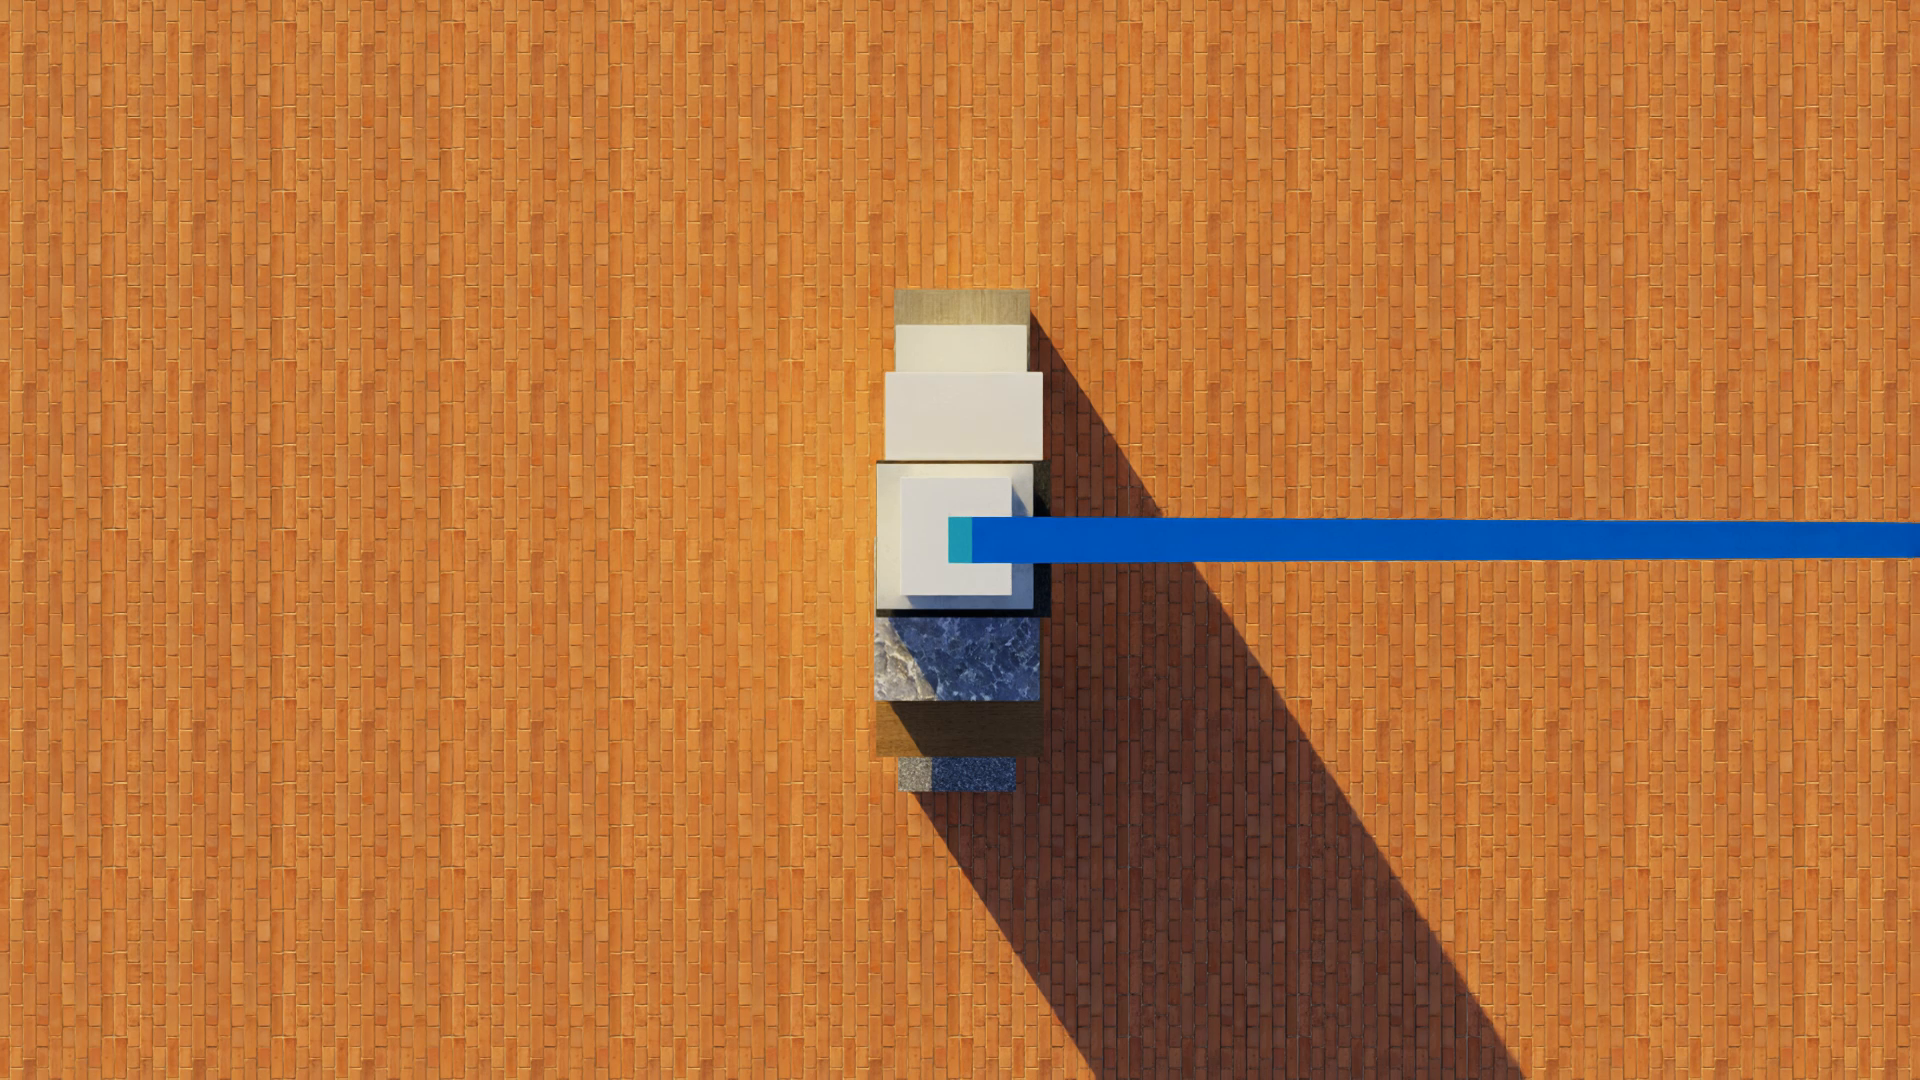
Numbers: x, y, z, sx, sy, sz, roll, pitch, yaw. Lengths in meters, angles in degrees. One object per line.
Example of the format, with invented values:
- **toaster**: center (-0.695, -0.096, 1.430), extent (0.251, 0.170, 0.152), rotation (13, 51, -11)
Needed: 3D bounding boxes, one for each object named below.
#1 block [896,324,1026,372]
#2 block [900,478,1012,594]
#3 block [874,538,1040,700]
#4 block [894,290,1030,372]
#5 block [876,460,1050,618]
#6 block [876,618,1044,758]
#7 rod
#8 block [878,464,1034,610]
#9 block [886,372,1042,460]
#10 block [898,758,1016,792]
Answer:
- **block**: center (0.007, -0.755, 11.944), extent (0.689, 0.645, 0.756), rotation (0, 89, 0)
- **block**: center (-0.013, -0.013, 7.820), extent (0.384, 0.396, 0.408), rotation (0, 90, 0)
- **block**: center (-0.015, 0.383, 11.030), extent (0.800, 0.813, 0.787), rotation (0, 90, 0)
- **block**: center (0.011, -1.068, 12.646), extent (0.761, 0.709, 0.666), rotation (0, 90, 0)
- **block**: center (0.016, -0.004, 10.189), extent (0.775, 0.871, 0.697), rotation (0, 90, 0)
- **block**: center (-0.002, 0.690, 11.812), extent (0.871, 0.750, 0.877), rotation (0, 90, 0)
- **rod**: center (2.234, 0.000, 5.103), extent (5.200, 0.080, 0.080), rotation (0, 90, -31)
- **block**: center (-0.017, -0.011, 8.286), extent (0.569, 0.535, 0.528), rotation (0, 90, 0)
- **block**: center (0.019, -0.423, 11.074), extent (0.760, 0.878, 0.759), rotation (0, 89, 0)
- **block**: center (-0.016, 1.037, 12.625), extent (0.657, 0.749, 0.727), rotation (0, 90, 0)
